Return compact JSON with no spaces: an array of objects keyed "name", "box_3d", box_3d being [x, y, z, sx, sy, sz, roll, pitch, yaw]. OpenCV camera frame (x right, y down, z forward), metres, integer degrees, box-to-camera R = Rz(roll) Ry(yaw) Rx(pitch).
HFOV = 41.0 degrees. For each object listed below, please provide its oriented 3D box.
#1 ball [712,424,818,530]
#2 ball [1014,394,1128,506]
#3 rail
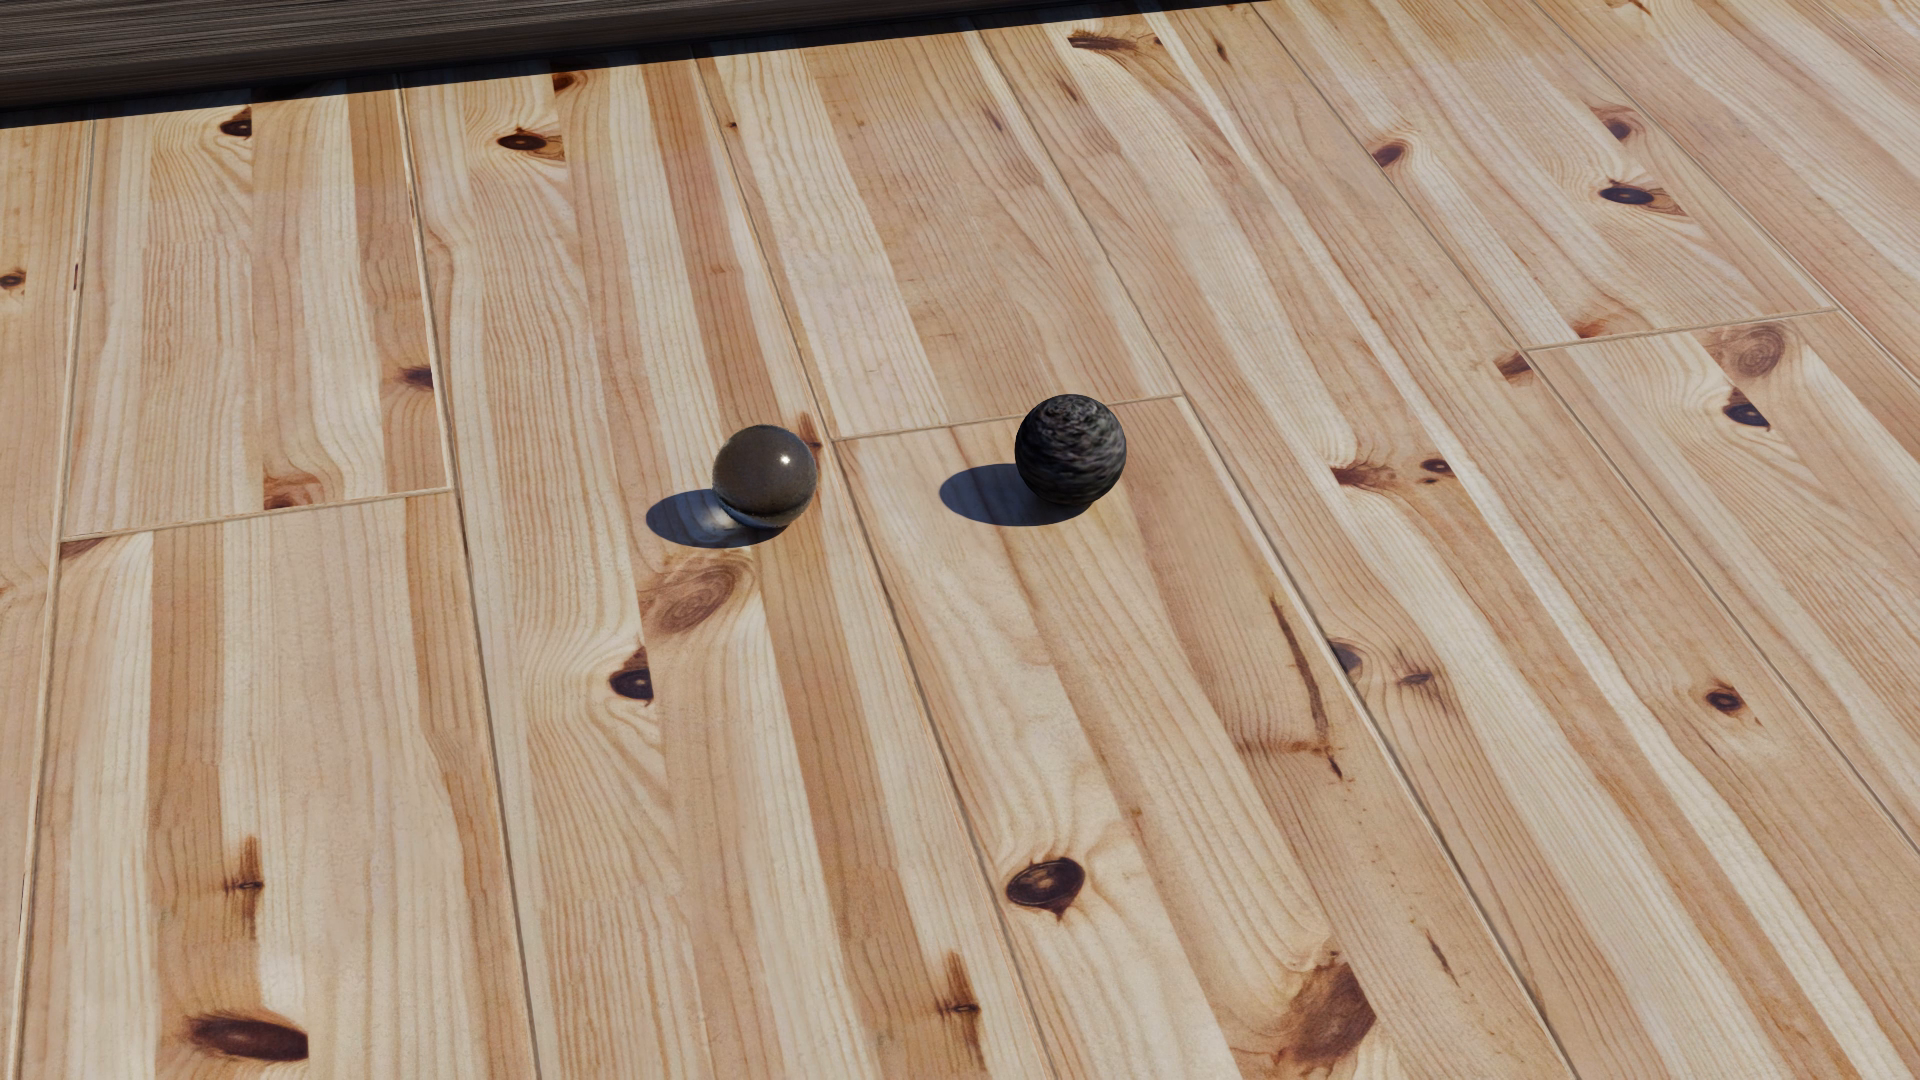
[{"name":"ball","box_3d":[-0.124,-0.040,1.635,0.067,0.067,0.067,0,36,0]},{"name":"ball","box_3d":[0.071,-0.058,1.655,0.073,0.073,0.073,0,36,0]},{"name":"rail","box_3d":[0.530,-0.565,2.333,2.936,0.097,0.045,-8,37,-11]}]
